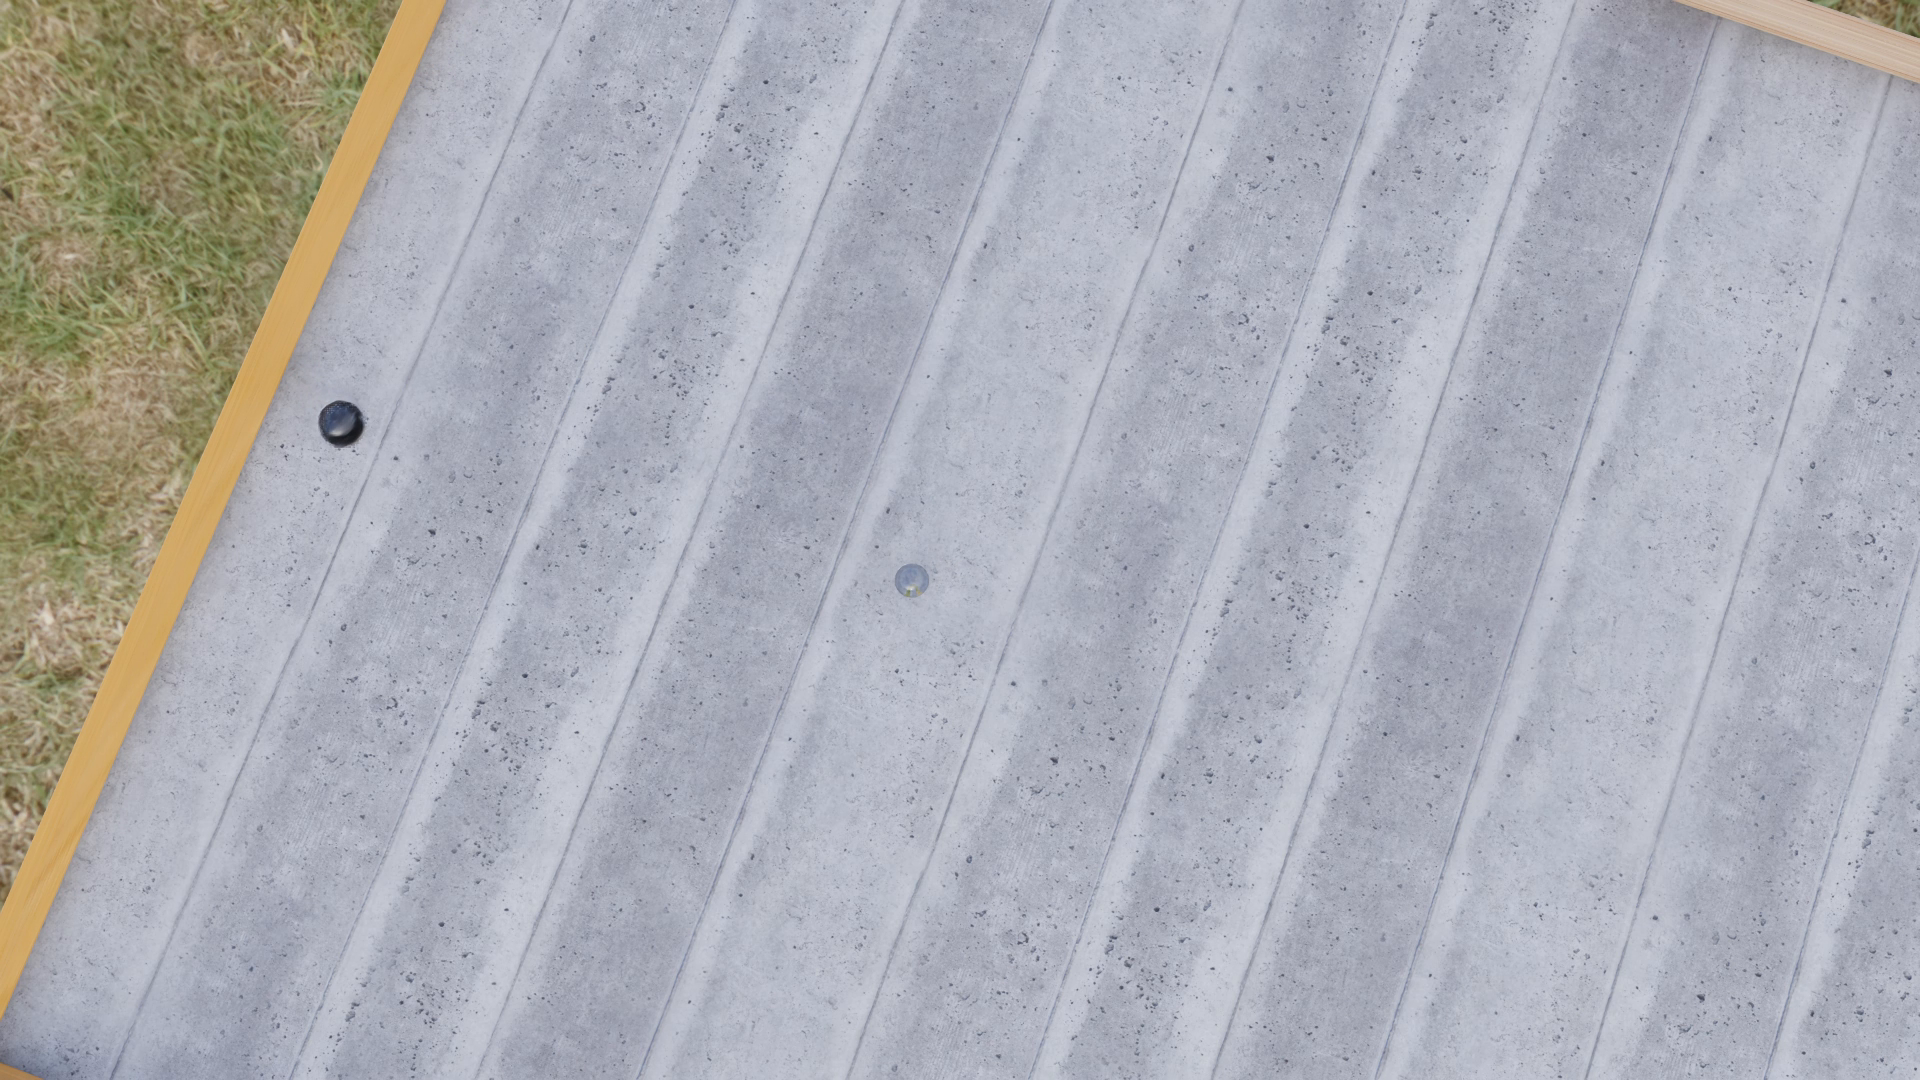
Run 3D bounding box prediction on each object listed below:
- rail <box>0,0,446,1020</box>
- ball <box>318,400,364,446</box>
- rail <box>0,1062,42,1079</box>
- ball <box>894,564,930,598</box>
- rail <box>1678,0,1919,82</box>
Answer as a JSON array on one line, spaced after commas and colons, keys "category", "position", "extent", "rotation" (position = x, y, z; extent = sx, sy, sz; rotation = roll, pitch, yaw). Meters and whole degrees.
[{"category": "rail", "position": [-1.005, -0.366, 3.346], "extent": [0.045, 0.090, 2.467], "rotation": [20, 80, 4]}, {"category": "ball", "position": [-0.935, -0.176, 3.322], "extent": [0.069, 0.069, 0.069], "rotation": [0, 79, 0]}, {"category": "rail", "position": [0.610, 1.485, 3.002], "extent": [4.377, 0.090, 0.045], "rotation": [20, 80, 4]}, {"category": "ball", "position": [-0.072, 0.061, 3.287], "extent": [0.052, 0.052, 0.052], "rotation": [0, 79, 0]}, {"category": "rail", "position": [1.444, -0.748, 3.417], "extent": [4.377, 0.090, 0.045], "rotation": [20, 80, 4]}]
